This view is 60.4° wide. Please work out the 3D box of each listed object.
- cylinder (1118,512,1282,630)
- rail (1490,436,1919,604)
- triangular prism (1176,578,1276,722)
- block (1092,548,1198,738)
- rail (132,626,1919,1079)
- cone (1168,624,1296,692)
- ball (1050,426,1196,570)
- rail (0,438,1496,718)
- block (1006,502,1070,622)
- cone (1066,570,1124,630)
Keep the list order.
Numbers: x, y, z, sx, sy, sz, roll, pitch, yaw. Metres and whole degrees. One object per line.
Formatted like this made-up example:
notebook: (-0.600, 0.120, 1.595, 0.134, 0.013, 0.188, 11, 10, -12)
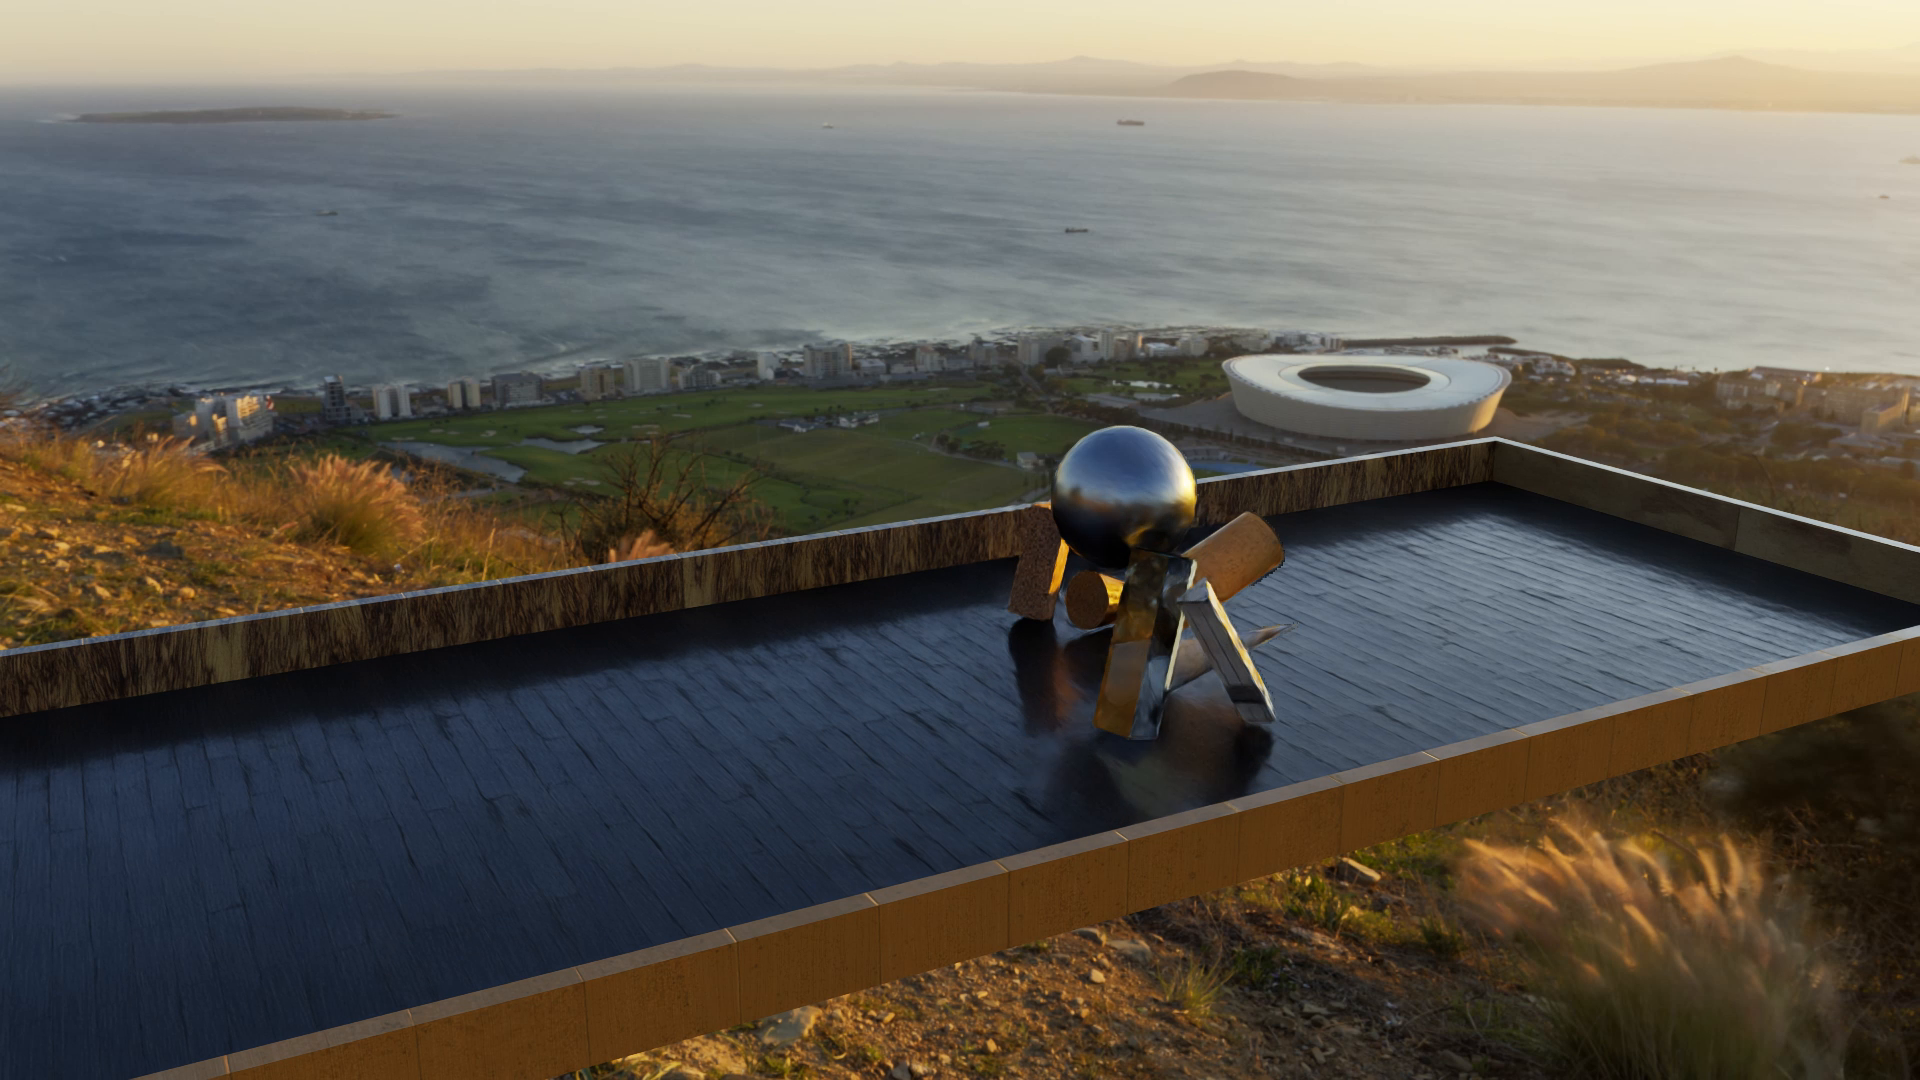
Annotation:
cylinder: (0.622, 0.102, 4.261, 0.414, 0.163, 0.163, -32, 28, -19)
rail: (2.466, -0.048, 5.253, 0.050, 0.150, 2.100, -9, 18, -27)
triangular prism: (0.628, 0.254, 3.798, 0.088, 0.393, 0.076, -4, 40, 41)
block: (0.423, 0.237, 3.778, 0.109, 0.421, 0.109, 16, 6, 43)
rail: (-2.336, 1.006, 1.665, 12.000, 0.150, 0.050, -9, 18, -27)
cone: (0.598, 0.262, 3.890, 0.428, 0.149, 0.149, -21, 6, 27)
ball: (0.420, -0.108, 4.252, 0.374, 0.374, 0.374, 0, 16, 0)
rail: (-3.305, 0.497, 3.399, 12.000, 0.150, 0.050, -9, 18, -27)
block: (0.228, 0.059, 4.560, 0.105, 0.306, 0.105, 16, 8, 18)
cone: (0.501, 0.171, 4.603, 0.422, 0.162, 0.162, 3, 11, -41)
